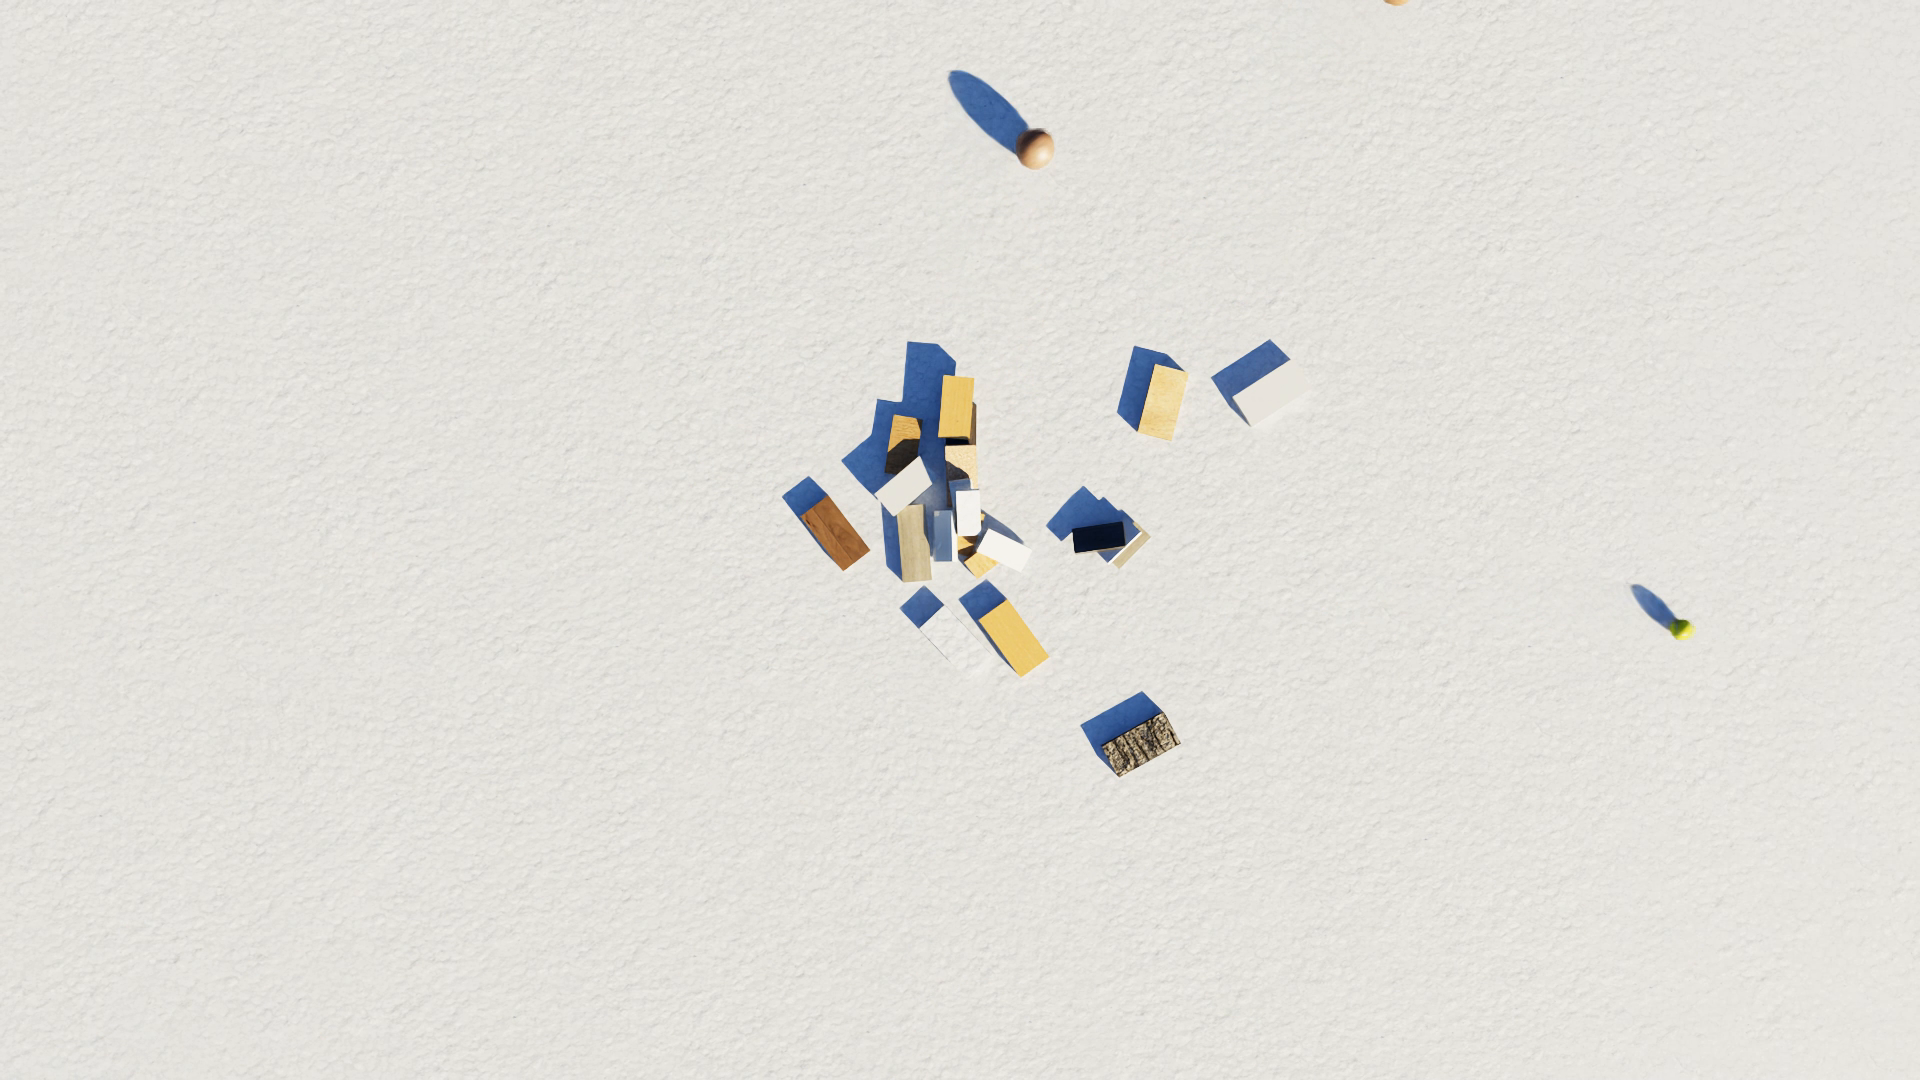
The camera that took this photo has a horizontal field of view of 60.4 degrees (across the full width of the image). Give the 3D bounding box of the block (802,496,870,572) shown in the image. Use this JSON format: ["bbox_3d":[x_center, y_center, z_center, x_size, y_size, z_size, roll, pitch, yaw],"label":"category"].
[{"bbox_3d":[-0.412,-0.022,5.484,0.116,0.033,0.231,-38,90,0],"label":"block"}]

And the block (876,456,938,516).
[{"bbox_3d":[-0.177,-0.177,5.458,0.194,0.028,0.097,-40,90,0],"label":"block"}]

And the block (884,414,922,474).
[{"bbox_3d":[-0.187,-0.312,5.486,0.097,0.028,0.194,9,90,0],"label":"block"}]

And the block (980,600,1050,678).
[{"bbox_3d":[0.180,0.327,5.483,0.118,0.034,0.237,-36,90,0],"label":"block"}]

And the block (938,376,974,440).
[{"bbox_3d":[-0.011,-0.437,5.456,0.103,0.029,0.205,5,90,0],"label":"block"}]

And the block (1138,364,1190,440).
[{"bbox_3d":[0.675,-0.456,5.484,0.116,0.033,0.231,14,90,0],"label":"block"}]

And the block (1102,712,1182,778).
[{"bbox_3d":[0.602,0.680,5.483,0.237,0.034,0.118,-29,90,0],"label":"block"}]

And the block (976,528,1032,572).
[{"bbox_3d":[0.146,0.032,5.458,0.169,0.024,0.085,26,98,-17],"label":"block"}]

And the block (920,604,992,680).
[{"bbox_3d":[-0.014,0.339,5.484,0.116,0.033,0.231,-43,90,0],"label":"block"}]

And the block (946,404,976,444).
[{"bbox_3d":[0.004,-0.347,5.485,0.103,0.029,0.205,0,90,0],"label":"block"}]

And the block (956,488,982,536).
[{"bbox_3d":[0.028,-0.091,5.421,0.077,0.022,0.153,-2,108,0],"label":"block"}]

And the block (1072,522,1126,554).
[{"bbox_3d":[0.460,-0.006,5.460,0.171,0.024,0.085,-8,74,12],"label":"block"}]

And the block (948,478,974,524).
[{"bbox_3d":[0.013,-0.126,5.455,0.077,0.022,0.153,-9,107,2],"label":"block"}]

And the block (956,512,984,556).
[{"bbox_3d":[0.023,-0.026,5.464,0.077,0.022,0.153,16,107,-5],"label":"block"}]

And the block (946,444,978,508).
[{"bbox_3d":[0.006,-0.213,5.463,0.103,0.029,0.205,-2,103,0],"label":"block"}]

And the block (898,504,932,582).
[{"bbox_3d":[-0.152,0.011,5.486,0.097,0.028,0.254,-5,90,0],"label":"block"}]

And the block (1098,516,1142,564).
[{"bbox_3d":[0.521,0.002,5.466,0.151,0.021,0.076,-44,70,1],"label":"block"}]

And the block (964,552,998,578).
[{"bbox_3d":[0.094,0.054,5.478,0.151,0.021,0.076,-37,109,0],"label":"block"}]

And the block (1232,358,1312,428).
[{"bbox_3d":[1.036,-0.489,5.483,0.237,0.034,0.118,-33,90,0],"label":"block"}]

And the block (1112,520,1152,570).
[{"bbox_3d":[0.555,0.017,5.489,0.076,0.021,0.151,45,90,0],"label":"block"}]

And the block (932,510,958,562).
[{"bbox_3d":[-0.051,-0.013,5.463,0.085,0.024,0.169,-1,90,41],"label":"block"}]
